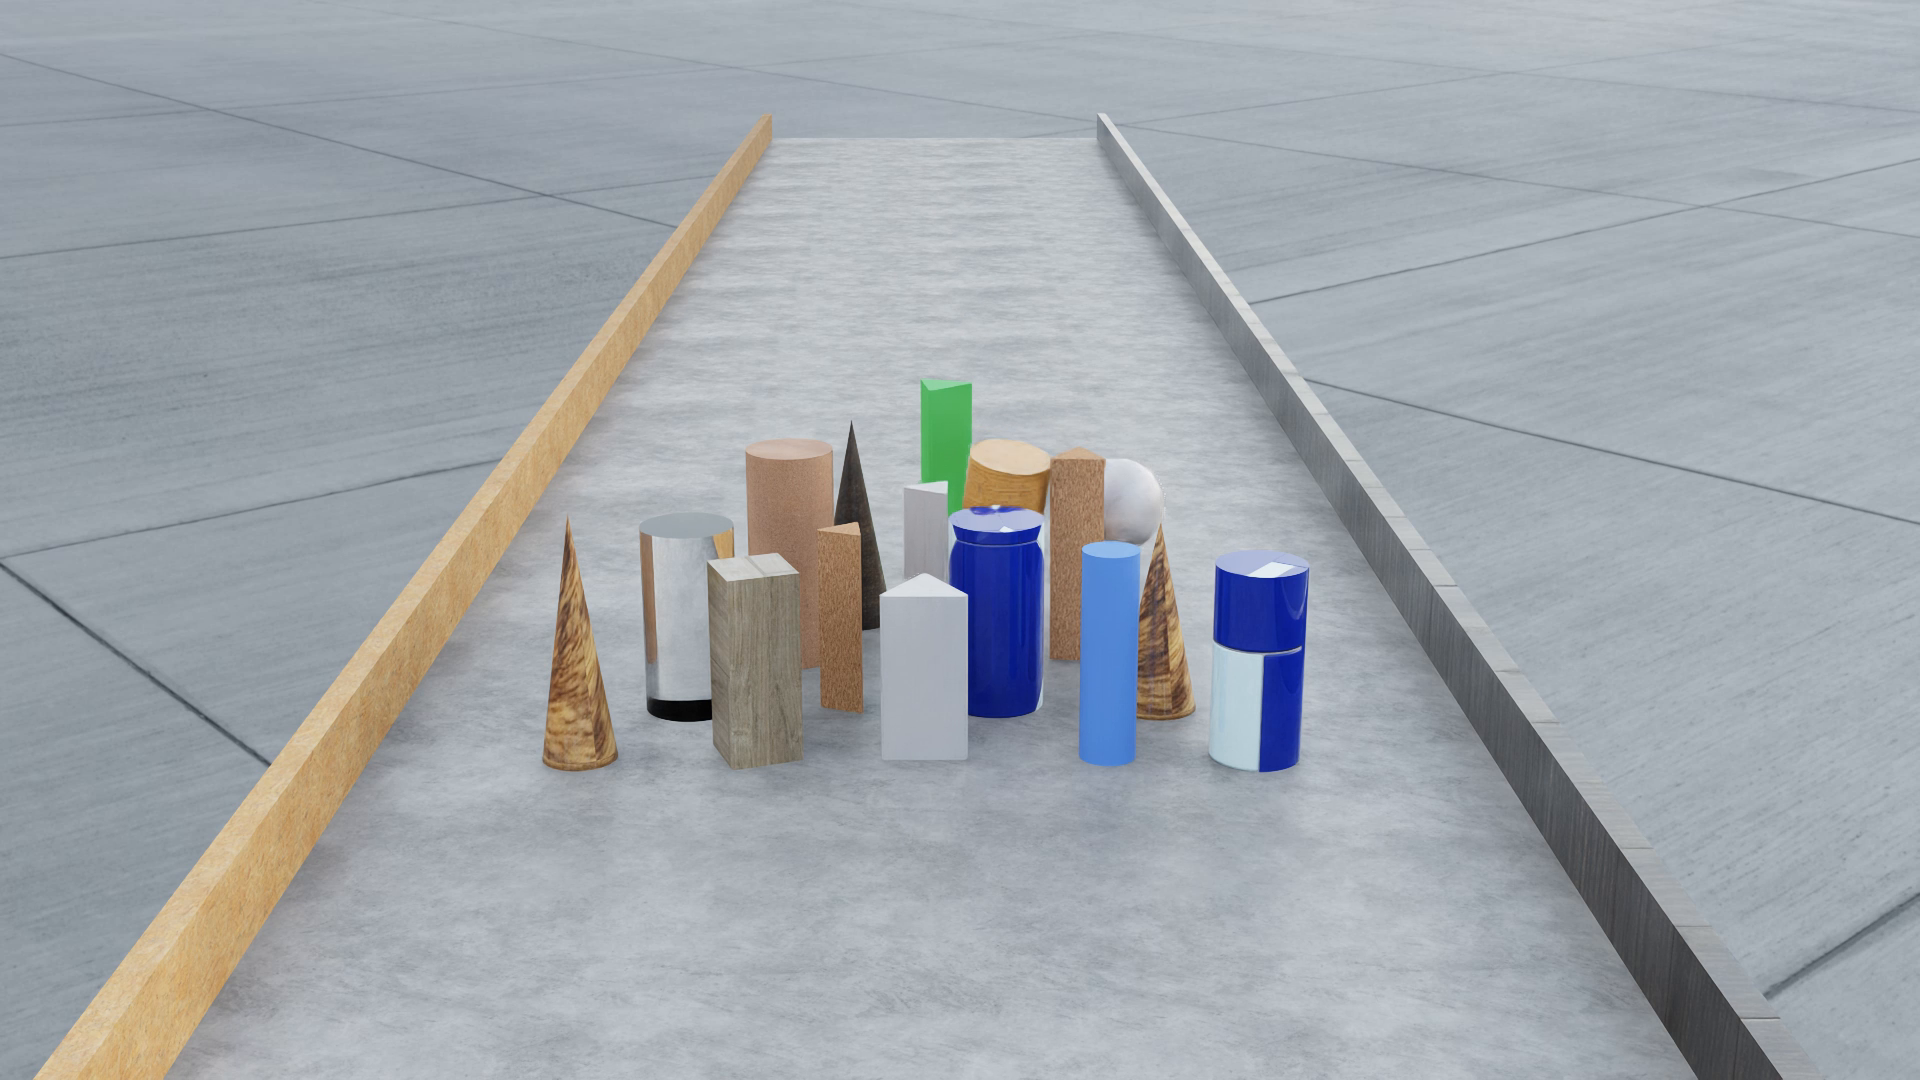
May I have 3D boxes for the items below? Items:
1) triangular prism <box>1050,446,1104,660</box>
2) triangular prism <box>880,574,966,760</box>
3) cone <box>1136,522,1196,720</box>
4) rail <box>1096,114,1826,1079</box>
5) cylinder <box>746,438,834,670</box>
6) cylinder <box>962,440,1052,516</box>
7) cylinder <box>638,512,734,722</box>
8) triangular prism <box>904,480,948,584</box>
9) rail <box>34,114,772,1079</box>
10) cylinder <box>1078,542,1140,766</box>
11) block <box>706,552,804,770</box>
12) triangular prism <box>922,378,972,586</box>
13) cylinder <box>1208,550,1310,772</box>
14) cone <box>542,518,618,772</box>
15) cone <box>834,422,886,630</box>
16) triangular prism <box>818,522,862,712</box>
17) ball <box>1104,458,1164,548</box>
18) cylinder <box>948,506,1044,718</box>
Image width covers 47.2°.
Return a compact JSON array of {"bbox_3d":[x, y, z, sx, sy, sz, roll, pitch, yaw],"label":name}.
[{"bbox_3d":[0.235,0.027,4.393,0.104,0.420,0.090,1,19,5],"label":"triangular prism"},{"bbox_3d":[-0.063,0.225,3.934,0.151,0.306,0.130,0,17,0],"label":"triangular prism"},{"bbox_3d":[0.371,0.139,4.116,0.152,0.367,0.152,0,17,0],"label":"cone"},{"bbox_3d":[0.932,-0.844,7.801,0.050,0.150,12.000,0,17,-1],"label":"rail"},{"bbox_3d":[-0.335,0.027,4.381,0.172,0.430,0.172,0,17,0],"label":"cylinder"},{"bbox_3d":[0.074,0.016,4.418,0.164,0.405,0.164,7,26,-3],"label":"cylinder"},{"bbox_3d":[-0.507,0.143,4.121,0.174,0.356,0.174,0,17,0],"label":"cylinder"},{"bbox_3d":[-0.048,0.063,4.387,0.097,0.357,0.084,10,19,29],"label":"triangular prism"},{"bbox_3d":[-1.118,-0.838,7.780,0.050,0.150,12.000,0,17,-1],"label":"rail"},{"bbox_3d":[0.263,0.201,3.877,0.102,0.384,0.102,0,17,0],"label":"cylinder"},{"bbox_3d":[-0.363,0.214,3.896,0.130,0.348,0.130,-6,18,-21],"label":"block"},{"bbox_3d":[-0.051,-0.128,4.865,0.118,0.451,0.102,-14,21,-38],"label":"triangular prism"},{"bbox_3d":[0.527,0.213,3.884,0.163,0.358,0.163,0,17,0],"label":"cylinder"},{"bbox_3d":[-0.678,0.170,3.860,0.134,0.453,0.134,0,17,0],"label":"cone"},{"bbox_3d":[-0.224,-0.042,4.603,0.162,0.435,0.162,0,17,0],"label":"cone"},{"bbox_3d":[-0.209,0.143,4.133,0.087,0.349,0.076,7,18,23],"label":"triangular prism"},{"bbox_3d":[0.319,-0.070,4.475,0.194,0.194,0.194,0,17,0],"label":"ball"},{"bbox_3d":[0.068,0.134,4.141,0.179,0.362,0.179,0,17,0],"label":"cylinder"}]
